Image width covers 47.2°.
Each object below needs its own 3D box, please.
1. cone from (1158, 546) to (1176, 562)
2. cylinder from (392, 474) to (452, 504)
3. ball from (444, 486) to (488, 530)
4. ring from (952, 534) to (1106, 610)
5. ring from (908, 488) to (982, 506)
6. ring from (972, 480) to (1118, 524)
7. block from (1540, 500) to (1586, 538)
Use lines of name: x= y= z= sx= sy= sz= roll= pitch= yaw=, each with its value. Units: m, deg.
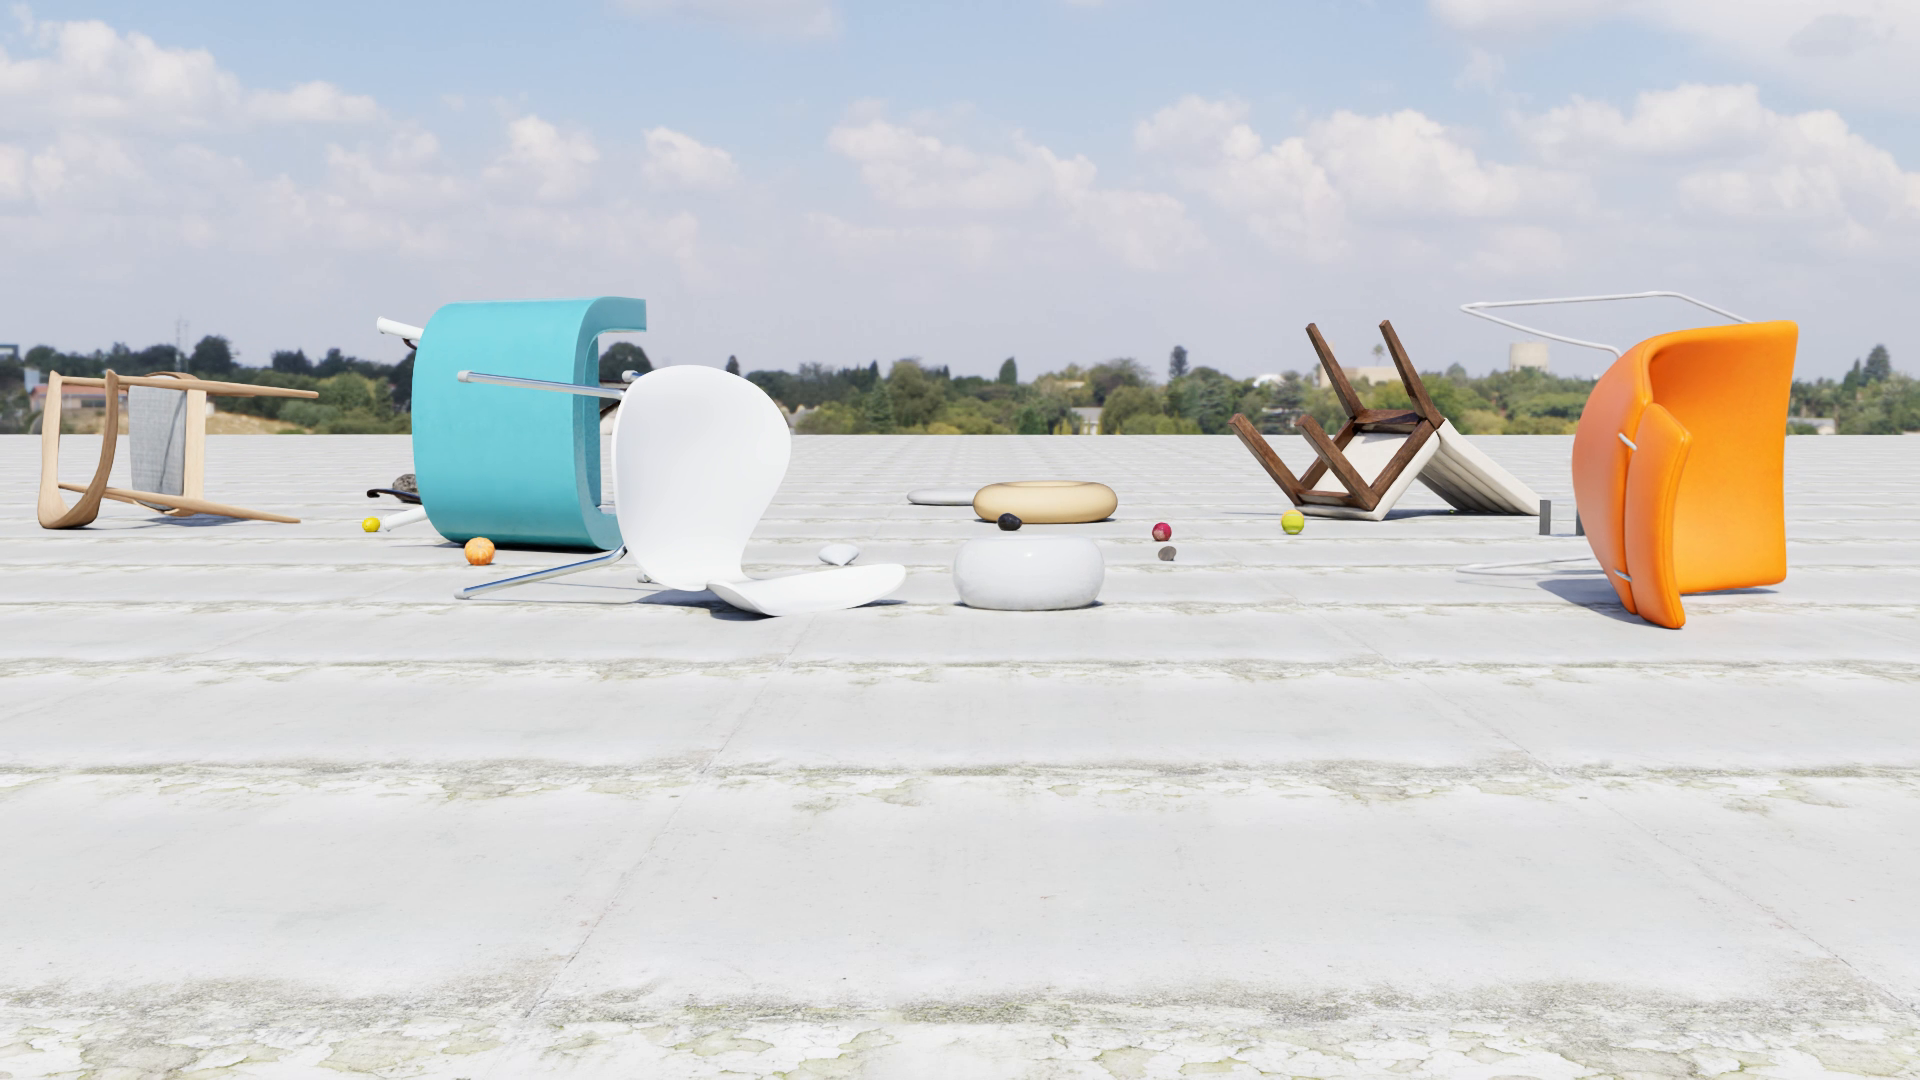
cone: x=0.551 y=0.044 z=5.762 sx=0.057 sy=0.046 sz=0.035 roll=11 pitch=-24 yaw=41
cylinder: x=-2.115 y=-0.200 z=8.646 sx=0.144 sy=0.111 sz=0.261 roll=-1 pitch=4 yaw=-36
ball: x=-1.584 y=-0.103 z=7.042 sx=0.136 sy=0.136 sz=0.136 roll=0 pitch=4 yaw=0
ring: x=0.142 y=0.066 z=4.543 sx=0.316 sy=0.146 sz=0.282 roll=-1 pitch=3 yaw=2
ring: x=-0.020 y=-0.170 z=8.596 sx=0.378 sy=0.059 sz=0.373 roll=-2 pitch=4 yaw=-28
ring: x=0.290 y=-0.128 z=7.478 sx=0.514 sy=0.129 sz=0.443 roll=-3 pitch=6 yaw=-30
block: x=1.843 y=-0.067 z=6.725 sx=0.101 sy=0.110 sz=0.097 roll=-1 pitch=4 yaw=-17
